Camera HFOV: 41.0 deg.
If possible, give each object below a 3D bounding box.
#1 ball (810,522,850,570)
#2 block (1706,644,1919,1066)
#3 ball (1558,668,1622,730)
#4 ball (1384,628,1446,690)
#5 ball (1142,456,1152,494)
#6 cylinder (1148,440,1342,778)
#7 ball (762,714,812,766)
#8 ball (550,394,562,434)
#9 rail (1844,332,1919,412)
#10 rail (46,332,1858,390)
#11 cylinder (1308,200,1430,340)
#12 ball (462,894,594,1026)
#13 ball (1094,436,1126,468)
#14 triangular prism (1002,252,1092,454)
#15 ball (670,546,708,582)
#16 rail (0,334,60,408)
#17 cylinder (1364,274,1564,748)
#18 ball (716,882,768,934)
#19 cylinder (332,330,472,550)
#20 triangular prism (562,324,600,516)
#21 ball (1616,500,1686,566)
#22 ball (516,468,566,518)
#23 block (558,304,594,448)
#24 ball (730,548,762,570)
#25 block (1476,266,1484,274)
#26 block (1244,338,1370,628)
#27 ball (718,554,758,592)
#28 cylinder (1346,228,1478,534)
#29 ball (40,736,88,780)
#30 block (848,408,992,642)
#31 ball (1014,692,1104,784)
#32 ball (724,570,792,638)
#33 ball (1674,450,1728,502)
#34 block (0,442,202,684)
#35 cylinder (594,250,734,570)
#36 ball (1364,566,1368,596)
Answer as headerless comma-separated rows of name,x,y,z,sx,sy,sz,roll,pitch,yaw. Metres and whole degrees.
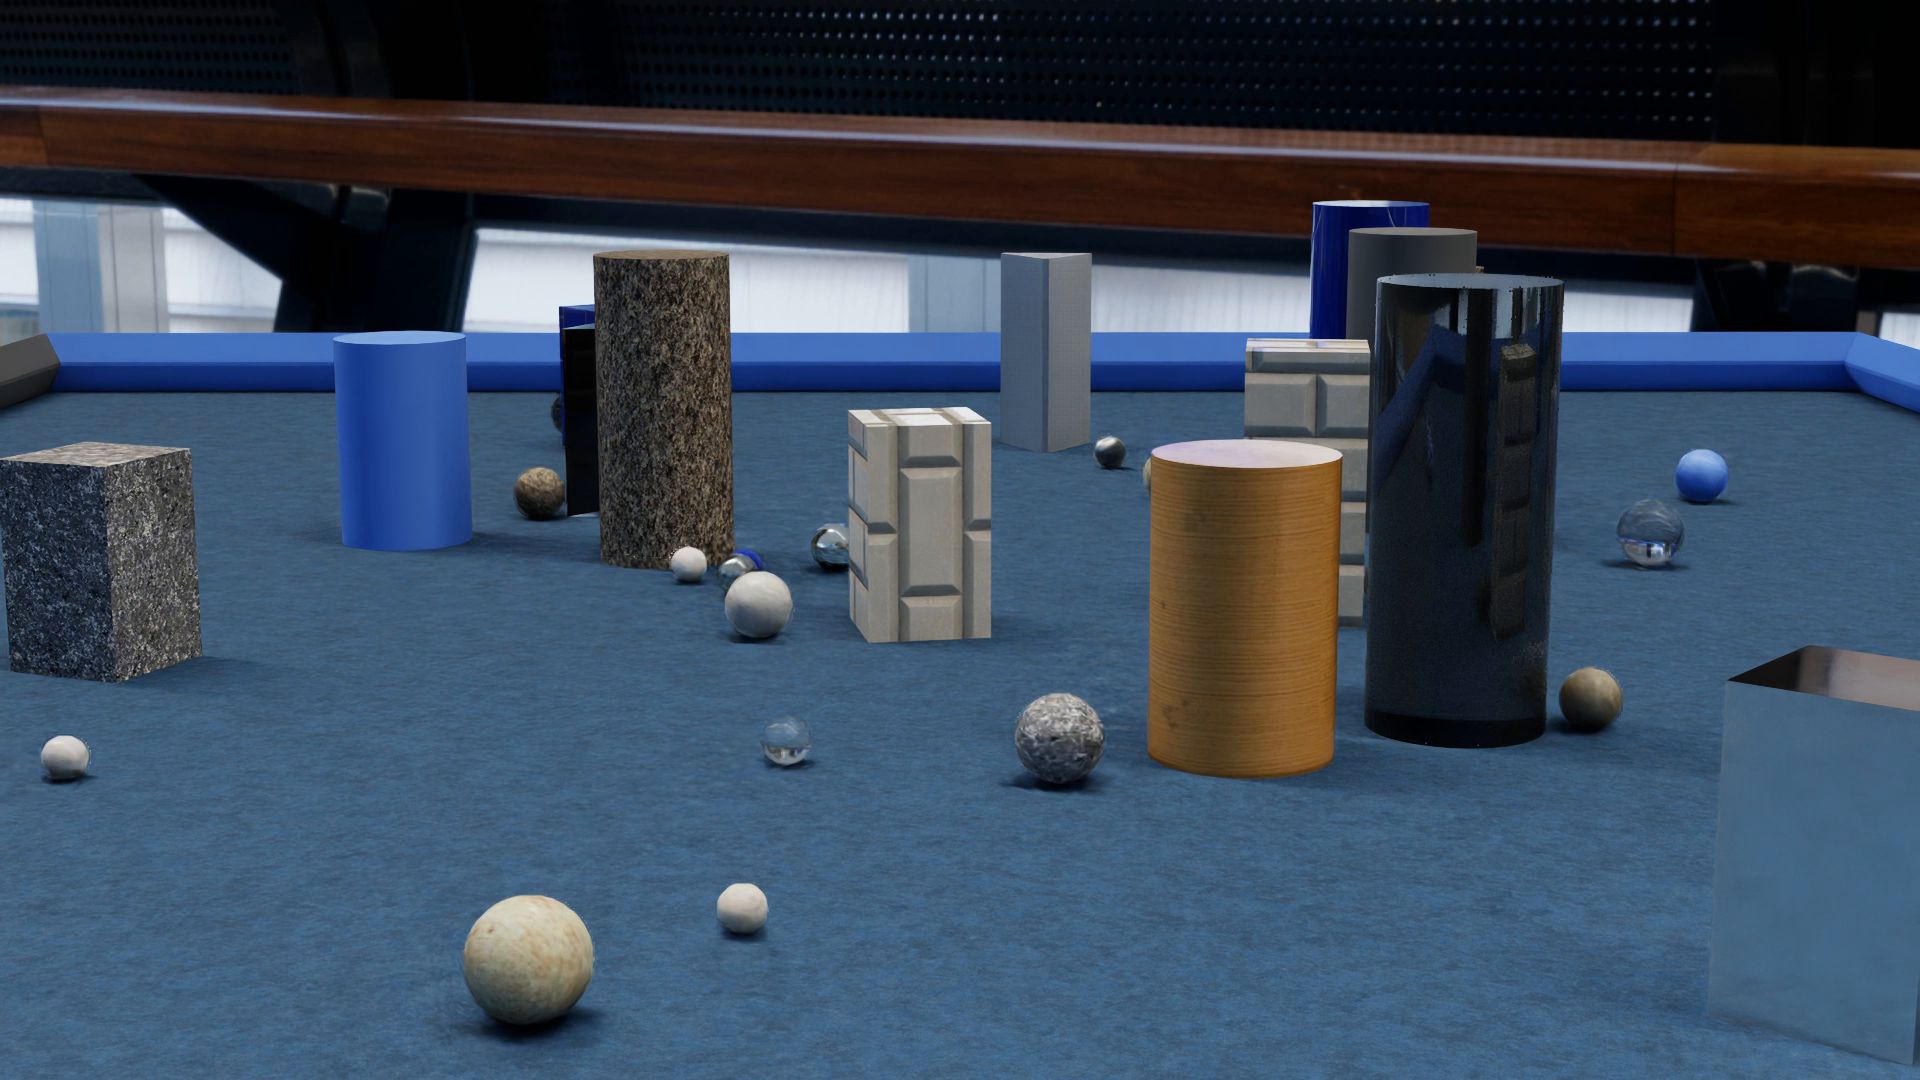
ball,-0.183,0.010,3.744,0.071,0.071,0.071,0,10,0
block,0.692,0.236,1.977,0.160,0.268,0.160,9,14,40
ball,0.700,0.176,2.851,0.068,0.068,0.068,0,10,0
ball,0.538,0.141,3.028,0.073,0.073,0.073,0,10,0
ball,0.351,-0.110,4.356,0.083,0.083,0.083,0,10,0
cylinder,0.301,0.069,2.722,0.200,0.326,0.200,0,10,0
ball,-0.183,0.211,2.706,0.053,0.053,0.053,0,10,0
ball,-0.759,-0.250,5.071,0.099,0.099,0.099,0,10,0
rail,2.032,0.031,3.460,0.045,0.130,4.836,0,10,0
rail,-0.014,-0.402,5.803,4.111,0.130,0.045,0,10,0
cylinder,0.702,-0.332,4.430,0.200,0.494,0.200,0,10,0
ball,-0.332,0.323,1.971,0.100,0.100,0.100,0,10,0
ball,0.275,-0.161,4.701,0.058,0.058,0.058,0,10,0
triangular prism,0.144,-0.367,4.962,0.150,0.369,0.173,7,12,32
ball,-0.387,0.035,3.661,0.052,0.052,0.052,0,10,0
rail,-2.032,0.035,3.437,0.045,0.130,4.836,0,10,0
cylinder,0.553,-0.037,2.825,0.200,0.497,0.200,0,10,0
ball,-0.185,0.313,2.178,0.044,0.044,0.044,0,10,0
cylinder,-0.861,-0.156,3.971,0.200,0.315,0.200,0,10,0
triangular prism,-0.564,-0.205,4.254,0.173,0.308,0.150,-1,11,-7
ball,1.018,-0.011,3.781,0.098,0.098,0.098,0,10,0
ball,-0.685,-0.078,4.187,0.082,0.082,0.082,0,10,0
block,-0.654,-0.309,4.912,0.160,0.274,0.160,-8,13,-38
ball,-0.306,0.040,3.627,0.054,0.054,0.054,0,10,0
block,0.891,-0.356,4.960,0.160,0.347,0.160,-7,13,-34
block,0.459,-0.079,3.420,0.160,0.362,0.160,1,11,7
ball,-0.309,0.048,3.571,0.058,0.058,0.058,0,10,0
cylinder,0.713,-0.255,4.079,0.200,0.470,0.200,0,10,0
ball,-0.924,0.225,2.648,0.046,0.046,0.046,0,10,0
block,-0.054,-0.022,3.346,0.160,0.279,0.160,-2,11,-11
ball,0.102,0.203,2.637,0.092,0.092,0.092,0,10,0
ball,-0.259,0.083,3.305,0.087,0.087,0.087,0,10,0
ball,1.255,-0.110,4.340,0.089,0.089,0.089,0,10,0
block,-1.052,0.024,3.144,0.160,0.261,0.160,4,11,22
cylinder,-0.439,-0.197,3.813,0.200,0.453,0.200,0,10,0
ball,0.582,0.056,3.507,0.065,0.065,0.065,0,10,0
